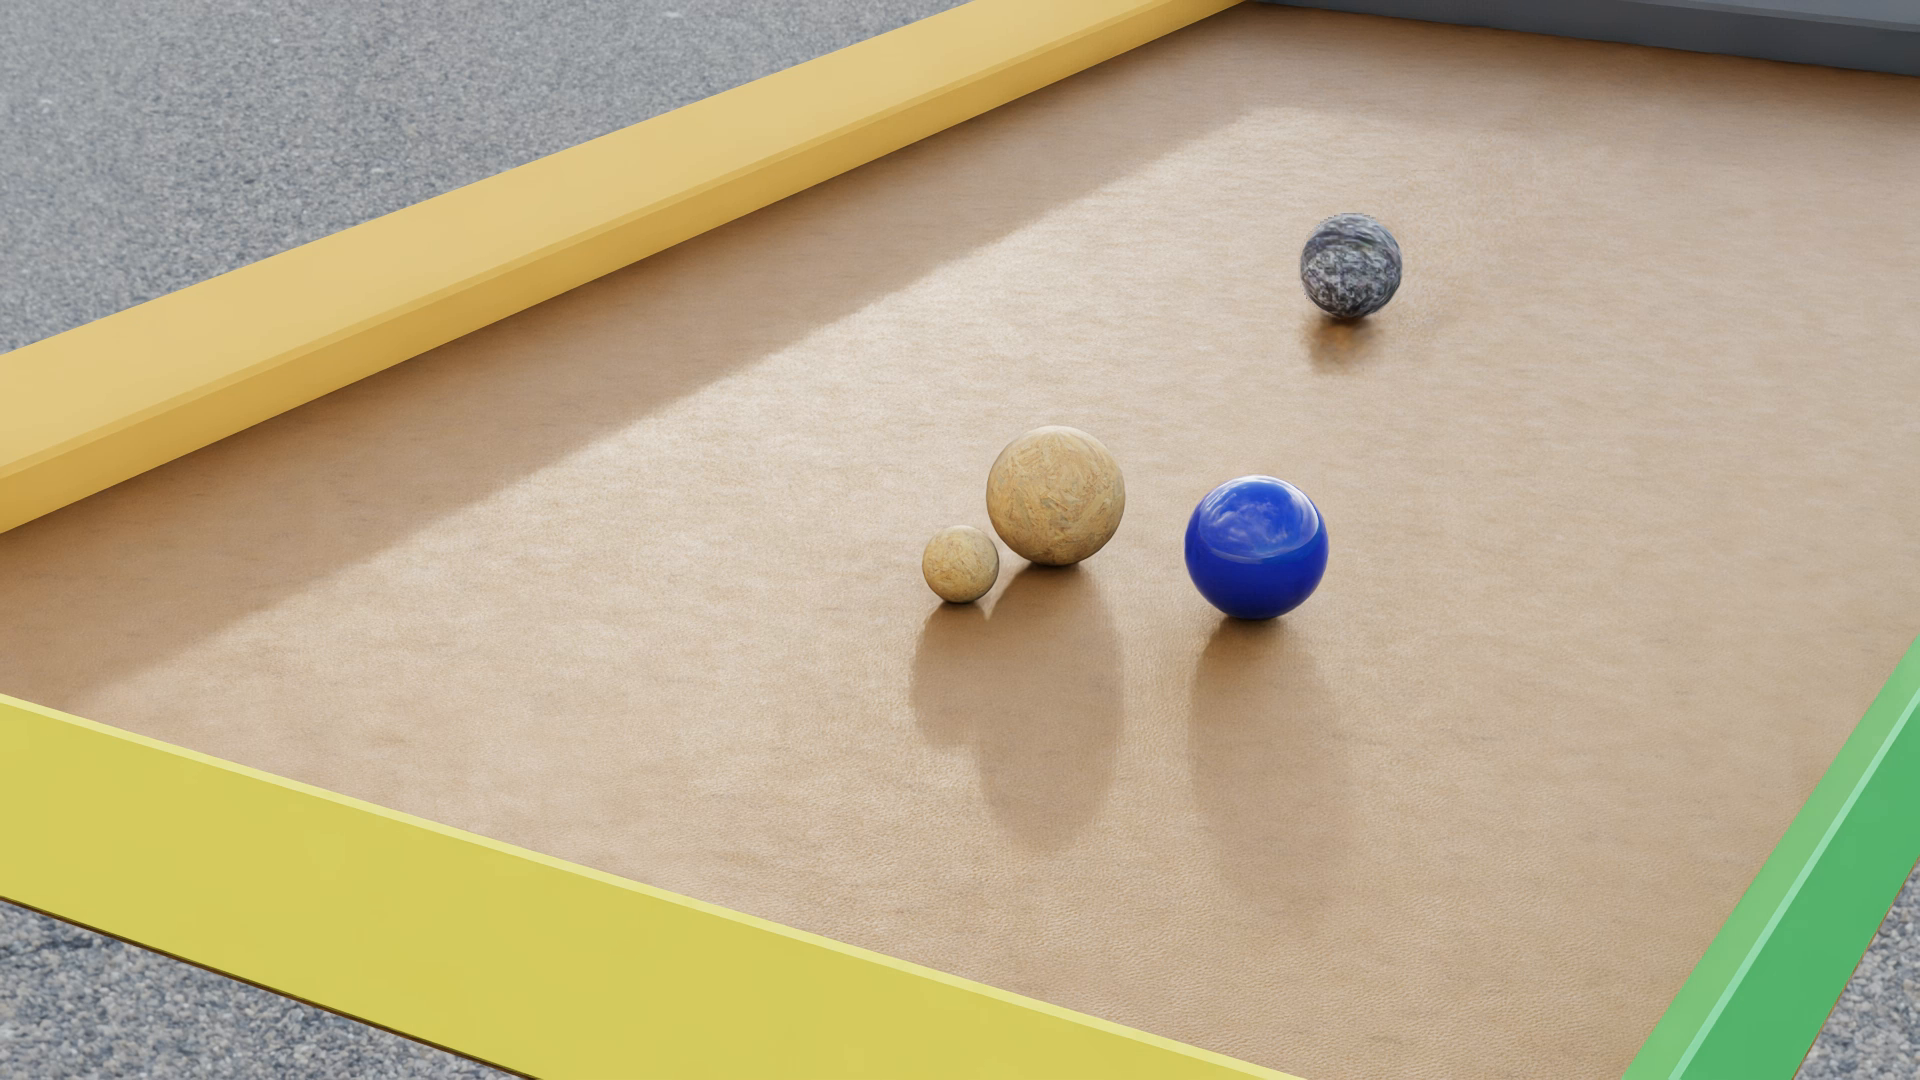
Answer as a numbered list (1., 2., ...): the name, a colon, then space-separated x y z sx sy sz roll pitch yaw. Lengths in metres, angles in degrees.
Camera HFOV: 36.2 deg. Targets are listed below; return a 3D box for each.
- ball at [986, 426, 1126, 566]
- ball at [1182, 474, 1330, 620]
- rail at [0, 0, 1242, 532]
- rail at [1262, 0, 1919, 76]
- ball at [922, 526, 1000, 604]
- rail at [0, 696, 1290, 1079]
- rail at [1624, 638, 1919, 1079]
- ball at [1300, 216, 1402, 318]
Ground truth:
1. ball: 0.068 -0.031 2.088 0.100 0.100 0.100 0 22 0
2. ball: 0.201 0.005 1.999 0.099 0.099 0.099 0 22 0
3. rail: -0.240 -0.353 2.836 0.045 0.129 2.569 12 25 27
4. rail: 0.947 -0.644 3.551 1.339 0.129 0.045 12 25 27
5. ball: 0.001 0.017 2.031 0.054 0.054 0.054 0 22 0
6. rail: -0.308 0.180 1.526 1.339 0.129 0.045 12 25 27
7. rail: 0.880 -0.111 2.241 0.045 0.129 2.569 12 25 27
8. ball: 0.349 -0.243 2.620 0.091 0.091 0.091 0 22 0
